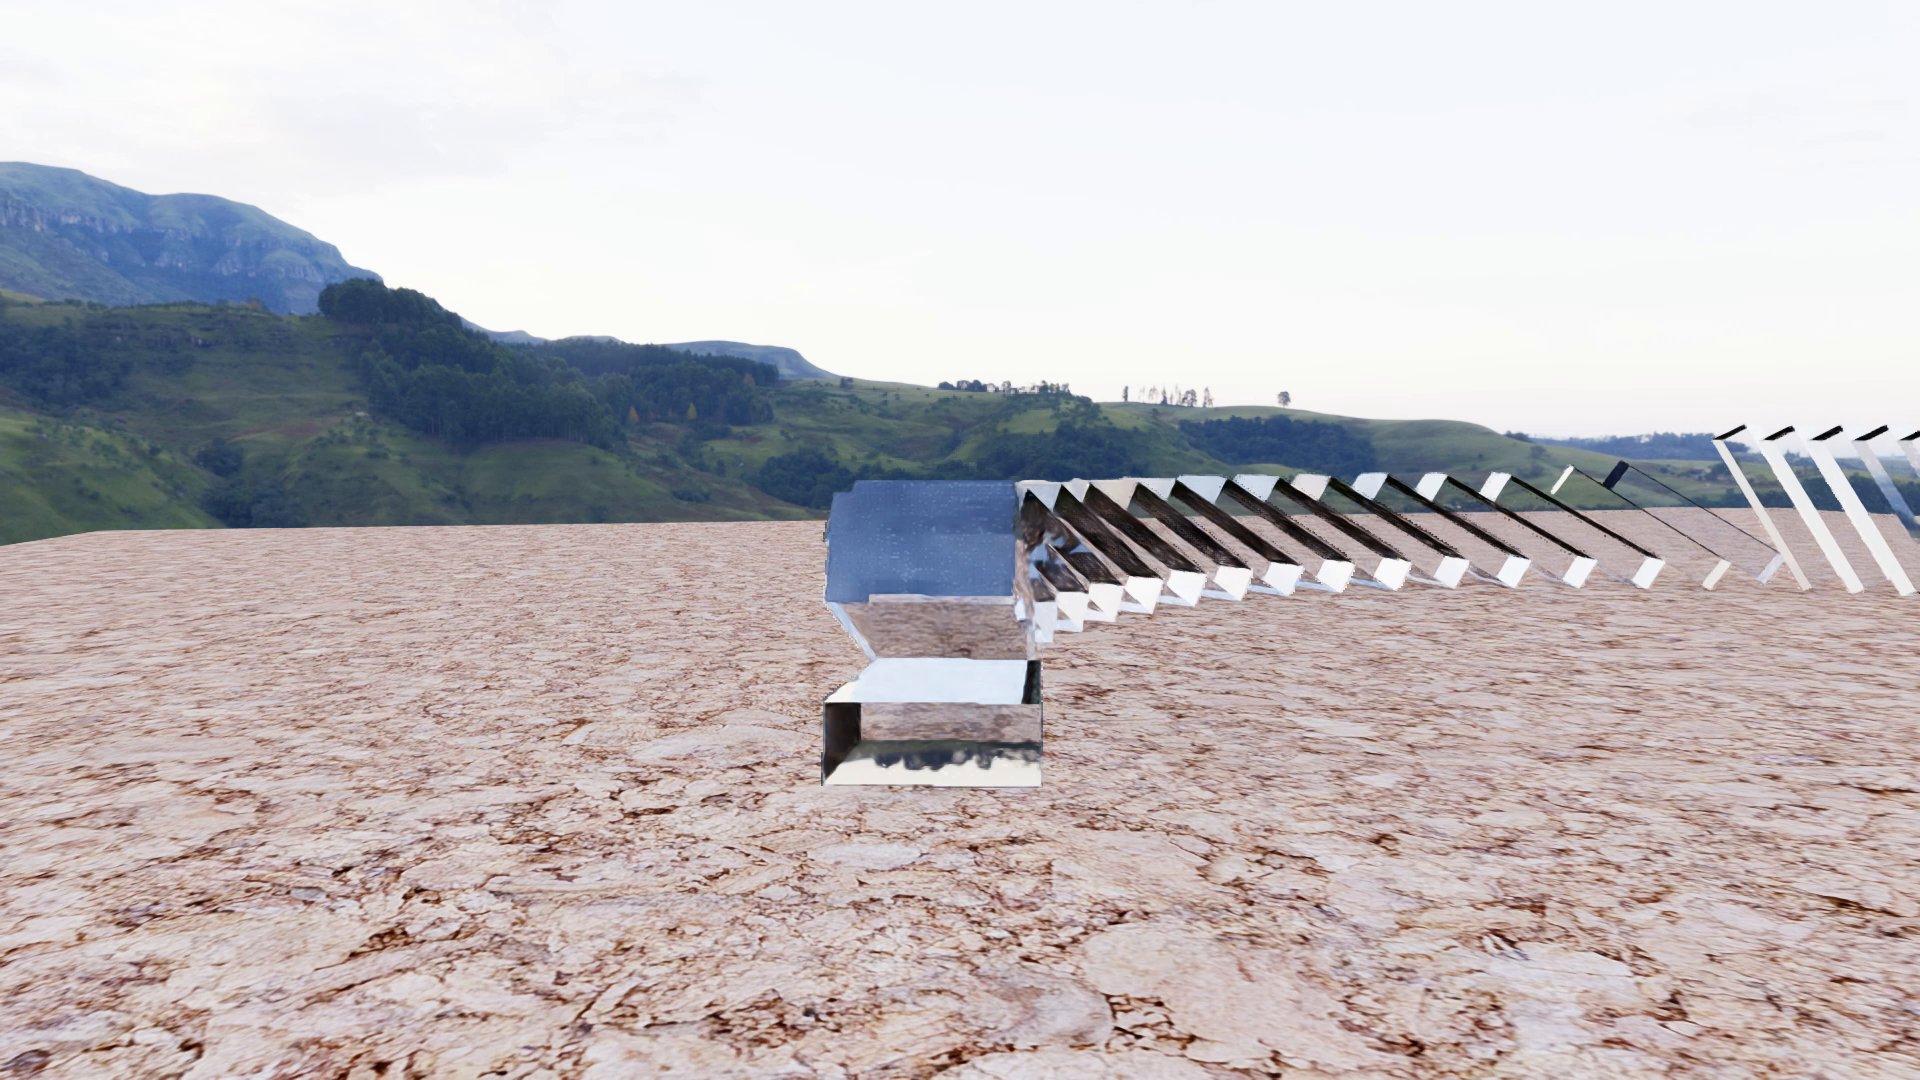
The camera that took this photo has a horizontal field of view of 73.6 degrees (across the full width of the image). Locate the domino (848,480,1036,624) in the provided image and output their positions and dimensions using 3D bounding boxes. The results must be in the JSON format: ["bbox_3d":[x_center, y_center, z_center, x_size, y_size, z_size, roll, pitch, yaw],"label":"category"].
[{"bbox_3d":[-0.001,0.007,0.215,0.025,0.010,0.050,0,-28,7],"label":"domino"}]

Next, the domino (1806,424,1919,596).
[{"bbox_3d":[0.267,-0.009,0.371,0.025,0.050,0.010,-4,-24,-41],"label":"domino"}]

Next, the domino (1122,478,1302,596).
[{"bbox_3d":[0.069,-0.001,0.359,0.050,0.010,0.025,31,-10,-25],"label":"domino"}]

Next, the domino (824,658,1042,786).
[{"bbox_3d":[-0.002,0.023,0.172,0.025,0.009,0.050,0,0,4],"label":"domino"}]

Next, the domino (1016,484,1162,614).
[{"bbox_3d":[0.026,0.002,0.314,0.025,0.010,0.050,4,-25,41],"label":"domino"}]

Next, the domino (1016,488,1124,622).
[{"bbox_3d":[0.016,0.004,0.297,0.025,0.009,0.050,3,-25,36],"label":"domino"}]

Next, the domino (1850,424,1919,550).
[{"bbox_3d":[0.274,-0.009,0.363,0.025,0.050,0.009,-4,-24,-41],"label":"domino"}]

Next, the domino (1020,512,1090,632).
[{"bbox_3d":[0.007,0.005,0.279,0.025,0.009,0.050,2,-25,29],"label":"domino"}]

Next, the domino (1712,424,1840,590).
[{"bbox_3d":[0.244,-0.010,0.382,0.009,0.050,0.025,-35,-20,37],"label":"domino"}]

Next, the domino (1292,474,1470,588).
[{"bbox_3d":[0.124,-0.003,0.385,0.050,0.010,0.025,30,0,-9],"label":"domino"}]

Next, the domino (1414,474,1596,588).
[{"bbox_3d":[0.165,-0.003,0.391,0.050,0.010,0.025,30,7,3],"label":"domino"}]

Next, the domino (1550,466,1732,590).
[{"bbox_3d":[0.206,-0.004,0.390,0.050,0.009,0.025,36,16,16],"label":"domino"}]

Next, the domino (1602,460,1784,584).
[{"bbox_3d":[0.224,-0.006,0.392,0.050,0.009,0.025,42,19,32],"label":"domino"}]

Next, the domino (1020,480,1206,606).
[{"bbox_3d":[0.038,0.001,0.332,0.050,0.010,0.025,34,-18,-36],"label":"domino"}]

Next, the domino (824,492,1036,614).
[{"bbox_3d":[-0.004,0.007,0.238,0.025,0.009,0.050,-1,-28,17],"label":"domino"}]

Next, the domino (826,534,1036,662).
[{"bbox_3d":[-0.003,0.011,0.194,0.025,0.009,0.050,0,-18,7],"label":"domino"}]

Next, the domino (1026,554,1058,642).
[{"bbox_3d":[0.000,0.006,0.258,0.025,0.009,0.050,1,-27,23],"label":"domino"}]

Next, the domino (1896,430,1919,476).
[{"bbox_3d":[0.281,-0.008,0.354,0.025,0.050,0.009,-4,-24,-41],"label":"domino"}]

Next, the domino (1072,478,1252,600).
[{"bbox_3d":[0.053,0.000,0.345,0.050,0.009,0.025,33,-16,-33],"label":"domino"}]

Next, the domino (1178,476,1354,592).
[{"bbox_3d":[0.086,-0.002,0.369,0.050,0.010,0.025,31,-7,-21],"label":"domino"}]

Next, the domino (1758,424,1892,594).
[{"bbox_3d":[0.256,-0.010,0.377,0.025,0.050,0.009,-4,-24,-43],"label":"domino"}]

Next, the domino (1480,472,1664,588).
[{"bbox_3d":[0.185,-0.003,0.391,0.050,0.009,0.025,31,9,7],"label":"domino"}]

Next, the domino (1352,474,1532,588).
[{"bbox_3d":[0.144,-0.003,0.390,0.050,0.009,0.025,30,3,-3],"label":"domino"}]

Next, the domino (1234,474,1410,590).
[{"bbox_3d":[0.105,-0.002,0.378,0.050,0.009,0.025,30,-4,-15],"label":"domino"}]
